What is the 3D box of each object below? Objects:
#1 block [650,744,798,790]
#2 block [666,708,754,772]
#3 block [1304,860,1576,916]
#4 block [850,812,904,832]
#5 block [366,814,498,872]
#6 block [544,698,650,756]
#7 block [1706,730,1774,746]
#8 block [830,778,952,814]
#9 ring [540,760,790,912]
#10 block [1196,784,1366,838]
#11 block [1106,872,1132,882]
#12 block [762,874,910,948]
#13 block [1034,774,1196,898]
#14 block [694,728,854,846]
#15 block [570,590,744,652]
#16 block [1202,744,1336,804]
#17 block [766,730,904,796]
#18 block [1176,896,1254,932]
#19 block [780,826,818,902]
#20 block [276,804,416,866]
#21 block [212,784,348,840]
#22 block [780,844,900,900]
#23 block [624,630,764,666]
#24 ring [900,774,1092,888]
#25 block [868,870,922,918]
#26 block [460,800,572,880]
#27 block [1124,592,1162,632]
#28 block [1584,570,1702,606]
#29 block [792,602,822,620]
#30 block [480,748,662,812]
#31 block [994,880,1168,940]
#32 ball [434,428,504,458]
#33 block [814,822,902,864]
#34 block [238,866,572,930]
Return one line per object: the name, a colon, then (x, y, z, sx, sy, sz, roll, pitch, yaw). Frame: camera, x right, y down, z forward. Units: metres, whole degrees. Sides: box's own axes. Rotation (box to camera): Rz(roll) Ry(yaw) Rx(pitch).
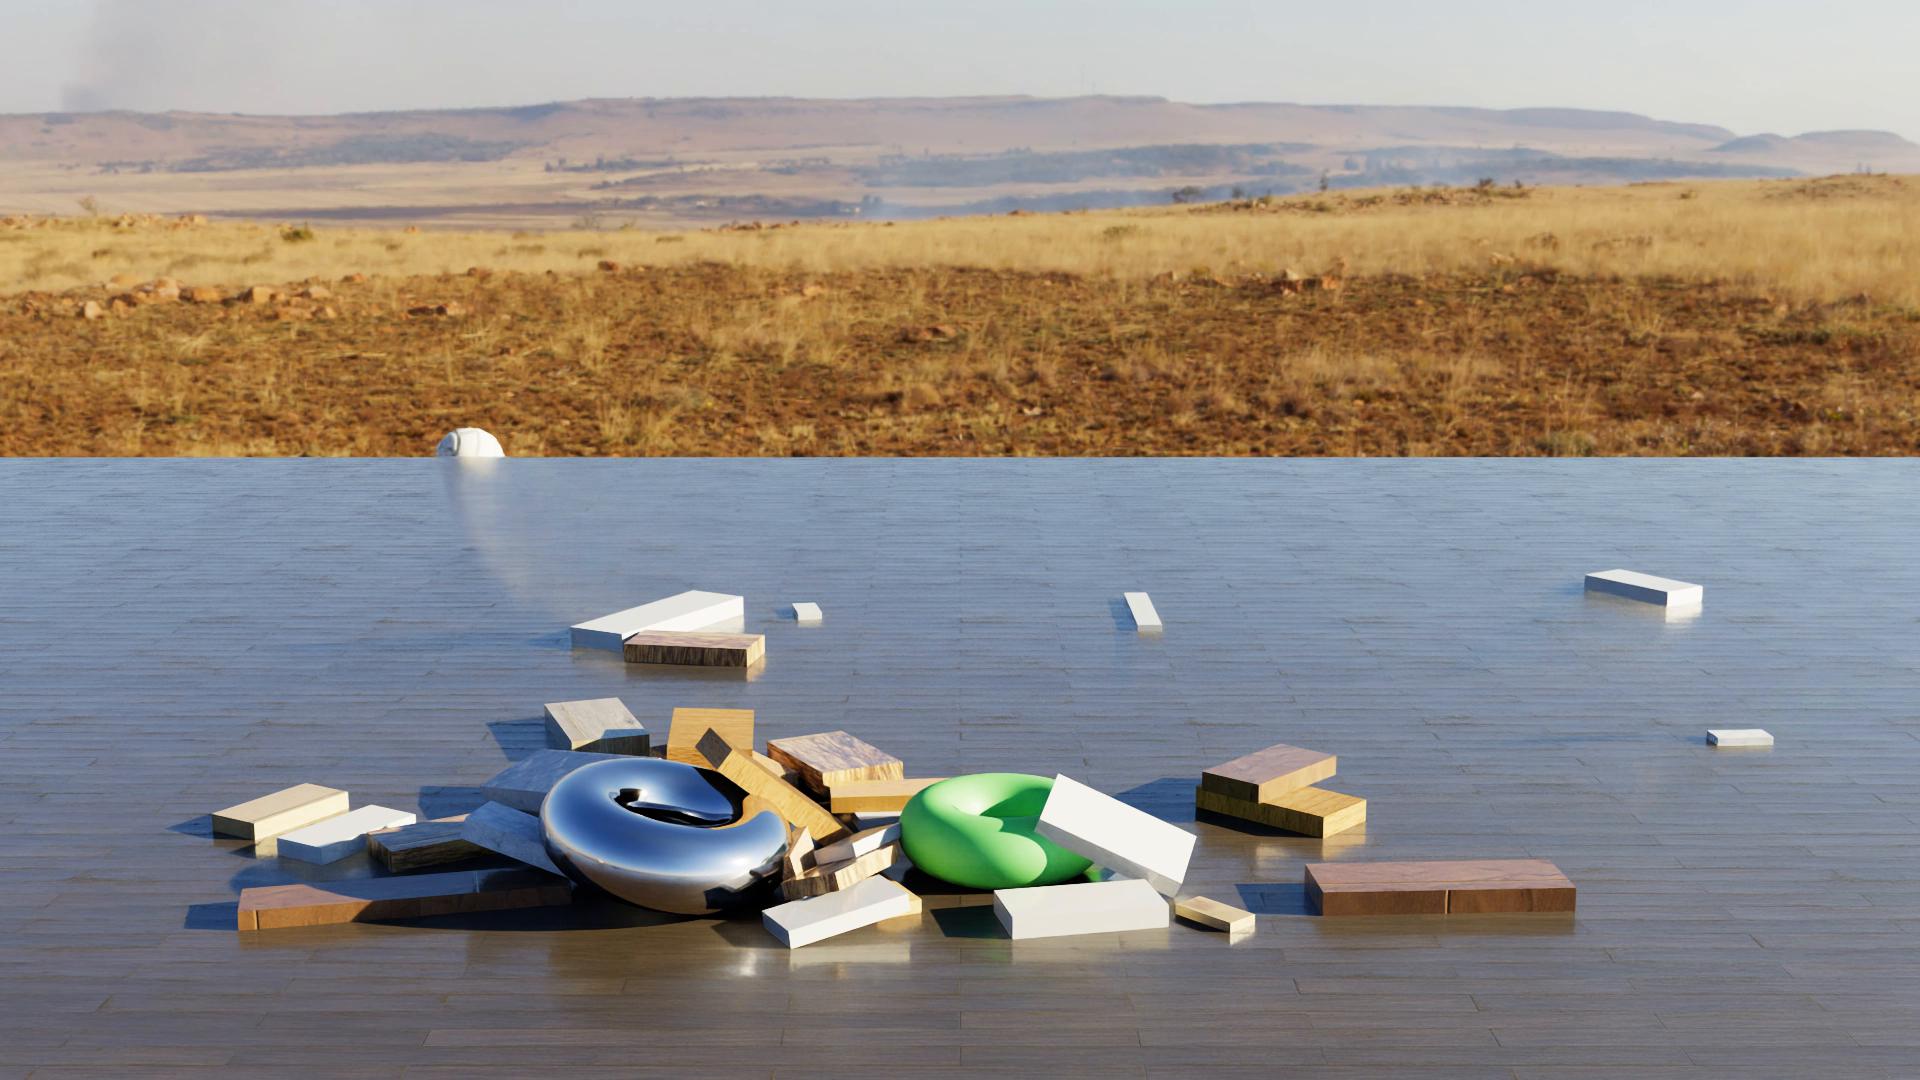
block: (-0.464, 0.450, 4.300, 0.158, 0.045, 0.316, -7, 13, -34)
block: (-0.490, 0.393, 4.339, 0.162, 0.046, 0.323, 2, 9, -5)
block: (0.792, 0.575, 3.641, 0.416, 0.040, 0.141, -1, 11, -3)
block: (-0.114, 0.508, 4.050, 0.161, 0.023, 0.081, -3, 11, -14)
block: (-0.900, 0.529, 3.895, 0.263, 0.037, 0.131, -7, 13, -33)
block: (-0.761, 0.395, 4.595, 0.158, 0.045, 0.316, -4, 11, -20)
block: (1.626, 0.412, 4.585, 0.117, 0.017, 0.058, -1, 11, -3)
block: (-0.126, 0.474, 4.085, 0.229, 0.030, 0.105, -1, 10, -5)
ring: (-0.488, 0.489, 3.663, 0.428, 0.143, 0.428, 12, 13, -3)
block: (0.596, 0.490, 4.096, 0.283, 0.040, 0.141, 9, 14, 41)
block: (0.300, 0.570, 3.728, 0.061, 0.017, 0.122, 5, 12, 25)
block: (-0.198, 0.592, 3.508, 0.210, 0.030, 0.105, -13, 15, -26)
block: (0.261, 0.496, 3.696, 0.257, 0.036, 0.128, 24, 34, 4)
block: (-0.312, 0.445, 3.823, 0.306, 0.043, 0.153, 39, -5, -23)
block: (-0.768, 0.204, 5.620, 0.162, 0.046, 0.505, 6, 12, 29)
block: (0.586, 0.440, 4.157, 0.128, 0.036, 0.256, 9, 14, 42)
block: (-0.248, 0.436, 4.309, 0.162, 0.046, 0.323, -6, 8, -23)
block: (0.411, 0.604, 3.549, 0.058, 0.017, 0.117, -9, 14, -41)
block: (-0.269, 0.544, 3.687, 0.023, 0.081, 0.161, -16, 8, 9)
block: (-1.094, 0.526, 3.929, 0.112, 0.032, 0.223, 6, 12, 31)
block: (-1.254, 0.501, 4.064, 0.112, 0.032, 0.223, 6, 12, 30)
block: (-0.196, 0.548, 3.631, 0.105, 0.030, 0.210, -14, -1, 26)
block: (-0.641, 0.261, 5.321, 0.306, 0.043, 0.153, 2, 11, 11)
ring: (0.073, 0.502, 3.814, 0.363, 0.121, 0.363, 0, 12, 0)
block: (-0.133, 0.586, 3.631, 0.078, 0.022, 0.157, -5, 12, -26)
block: (-0.698, 0.516, 3.715, 0.263, 0.037, 0.131, 19, 7, 4)
block: (0.479, 0.188, 5.786, 0.061, 0.017, 0.396, 0, 11, -1)
block: (1.873, 0.130, 6.035, 0.141, 0.040, 0.283, -7, 13, -33)
block: (-0.404, 0.187, 5.789, 0.061, 0.017, 0.122, -2, 11, -12)
block: (-0.716, 0.448, 4.062, 0.367, 0.043, 0.153, -2, 22, 44)
block: (0.194, 0.594, 3.546, 0.257, 0.036, 0.128, -2, 11, -12)
ball: (-1.985, -0.317, 8.898, 0.278, 0.278, 0.278, 0, 11, 0)
block: (-0.170, 0.514, 3.728, 0.081, 0.023, 0.161, -16, -2, 29)
block: (-0.907, 0.585, 3.611, 0.523, 0.032, 0.112, -3, 11, -14)
